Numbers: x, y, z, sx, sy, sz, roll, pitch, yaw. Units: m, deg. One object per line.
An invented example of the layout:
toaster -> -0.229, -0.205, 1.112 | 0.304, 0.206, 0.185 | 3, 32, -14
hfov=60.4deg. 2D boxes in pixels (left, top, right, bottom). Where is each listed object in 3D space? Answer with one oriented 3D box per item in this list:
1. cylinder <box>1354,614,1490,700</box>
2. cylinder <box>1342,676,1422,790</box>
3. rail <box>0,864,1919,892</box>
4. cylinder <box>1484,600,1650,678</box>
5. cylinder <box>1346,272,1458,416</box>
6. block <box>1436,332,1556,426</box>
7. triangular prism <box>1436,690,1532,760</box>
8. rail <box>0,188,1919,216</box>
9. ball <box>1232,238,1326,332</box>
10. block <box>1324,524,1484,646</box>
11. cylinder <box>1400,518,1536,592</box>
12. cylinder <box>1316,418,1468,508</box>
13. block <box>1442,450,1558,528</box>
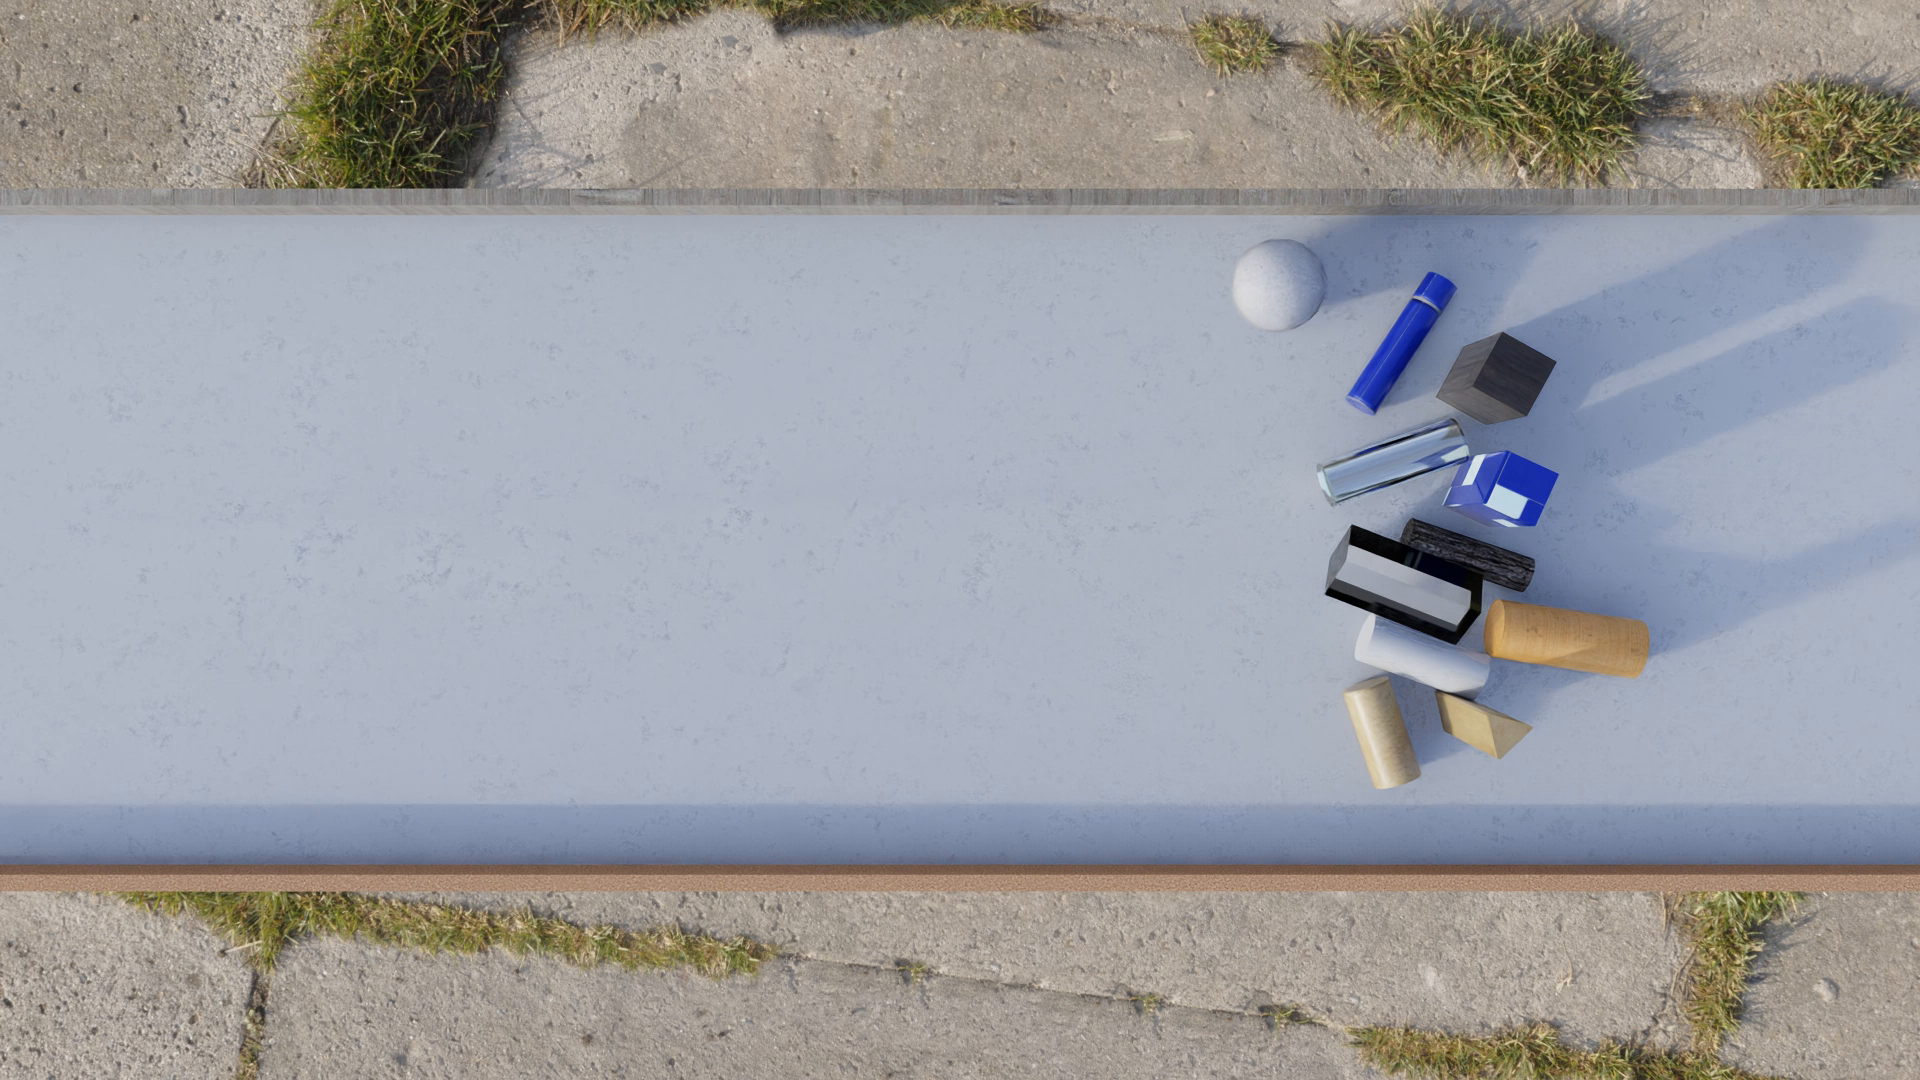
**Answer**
cylinder -> 1.401, 0.355, 5.001 | 0.368, 0.151, 0.151 | 20, 90, 0
cylinder -> 1.279, 0.584, 5.002 | 0.148, 0.148, 0.307 | -19, 90, 0
rail -> -2.247, 1.025, 5.001 | 12.000, 0.150, 0.050 | 0, 90, 0
cylinder -> 1.831, 0.298, 4.987 | 0.436, 0.179, 0.179 | 8, 90, 0
cylinder -> 1.344, -0.597, 5.025 | 0.104, 0.104, 0.456 | 33, 90, 0
block -> 1.585, -0.474, 4.895 | 0.179, 0.364, 0.179 | 29, 90, 0
triangular prism -> 1.510, 0.517, 4.847 | 0.131, 0.450, 0.114 | -44, 94, 0
rail -> -2.247, -1.025, 5.002 | 12.000, 0.150, 0.050 | 0, 90, 0
ball -> 0.956, -0.763, 4.939 | 0.275, 0.275, 0.275 | 0, 90, 0
block -> 1.335, 0.134, 4.963 | 0.425, 0.161, 0.161 | 21, 46, 0
cylinder -> 1.543, 0.046, 5.022 | 0.387, 0.109, 0.109 | 19, 90, 0
cylinder -> 1.312, -0.235, 5.006 | 0.426, 0.141, 0.141 | -19, 90, 0
block -> 1.590, -0.147, 4.874 | 0.162, 0.405, 0.162 | 25, 90, 0
